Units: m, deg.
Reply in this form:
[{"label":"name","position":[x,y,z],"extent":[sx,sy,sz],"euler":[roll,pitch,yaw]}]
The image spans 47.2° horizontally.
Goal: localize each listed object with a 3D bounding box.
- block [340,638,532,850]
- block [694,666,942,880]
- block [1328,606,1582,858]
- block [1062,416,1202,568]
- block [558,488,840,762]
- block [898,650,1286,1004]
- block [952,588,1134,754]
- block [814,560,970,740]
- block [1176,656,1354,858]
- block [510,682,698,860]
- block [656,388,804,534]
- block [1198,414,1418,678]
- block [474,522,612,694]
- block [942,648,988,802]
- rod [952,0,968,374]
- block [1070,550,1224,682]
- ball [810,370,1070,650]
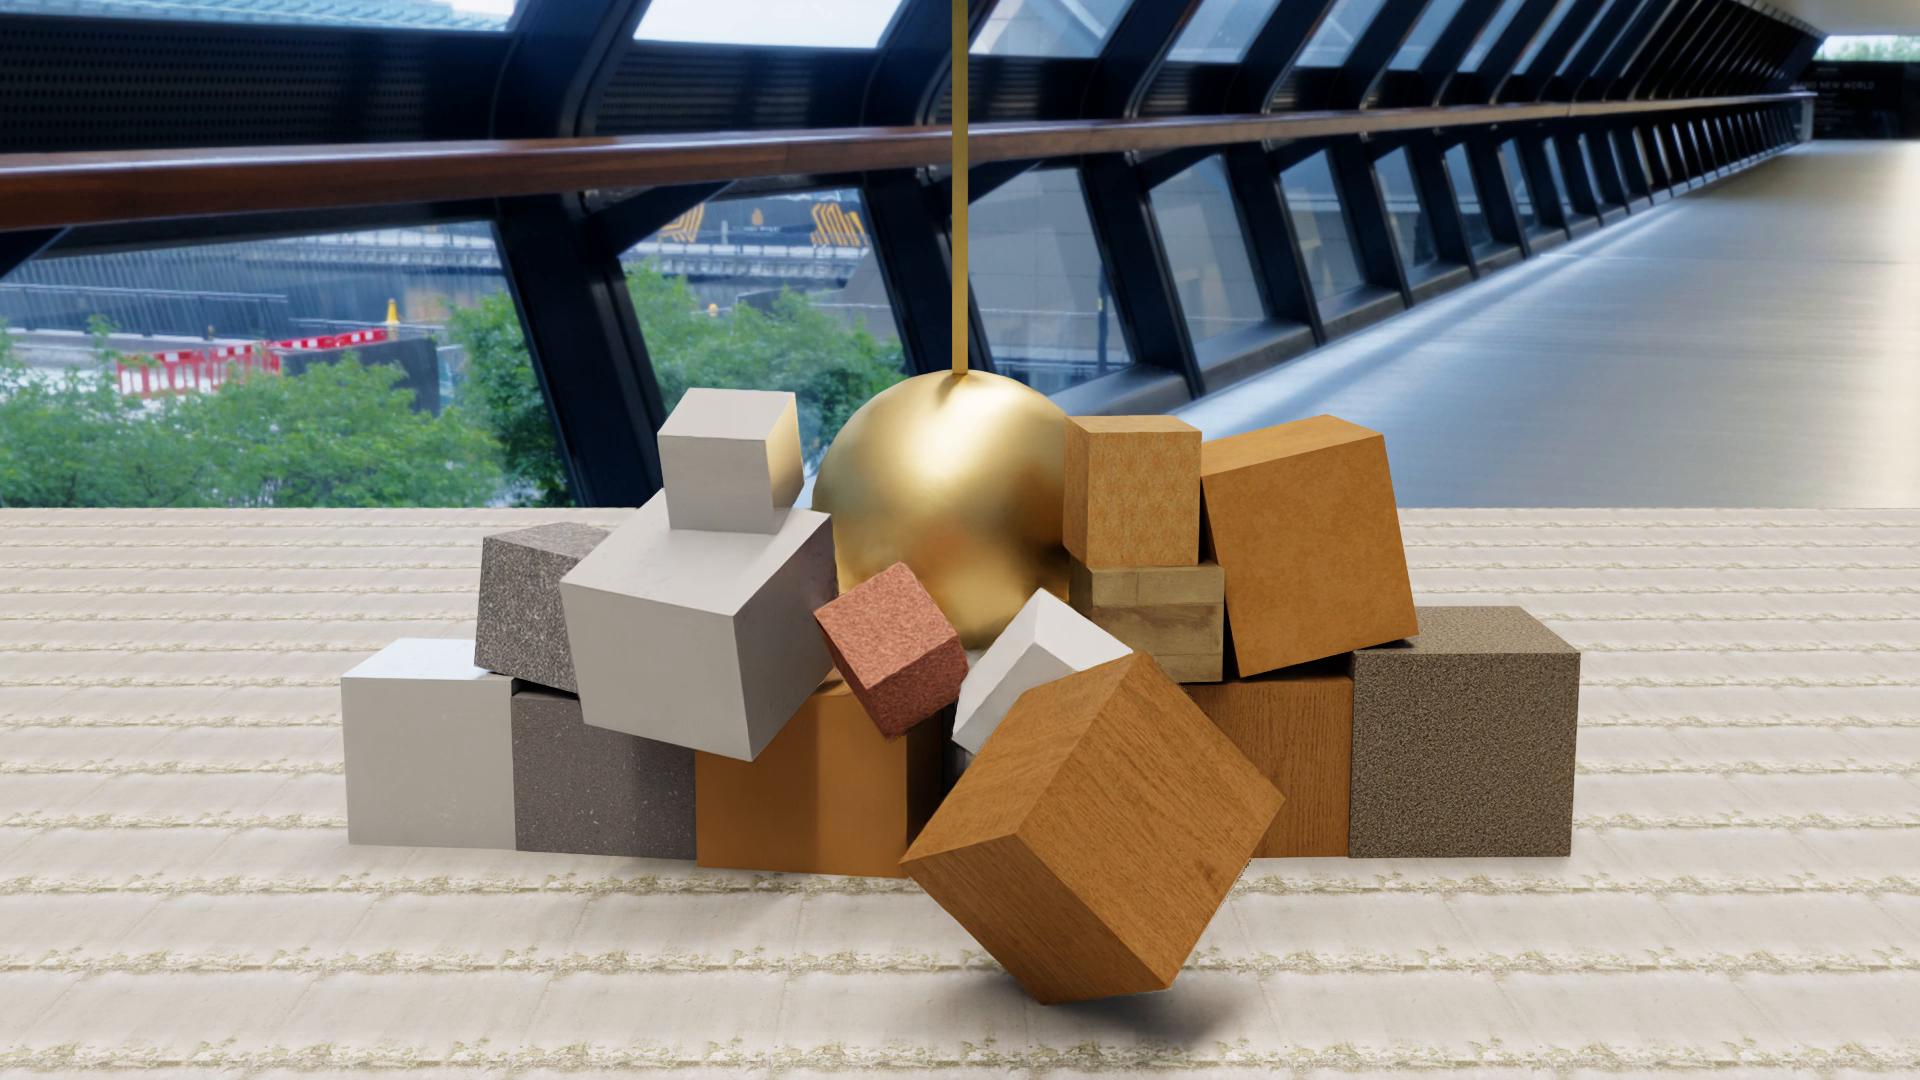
[{"label":"block","position":[-2.612,1.040,11.409],"extent":[0.871,0.872,0.864],"euler":[1,10,5]},{"label":"block","position":[-0.688,1.093,11.058],"extent":[1.047,0.892,0.953],"euler":[2,10,10]},{"label":"block","position":[2.465,0.965,11.355],"extent":[1.105,1.038,1.105],"euler":[0,10,-1]},{"label":"block","position":[0.839,-0.247,10.822],"extent":[0.550,0.656,0.572],"euler":[-1,11,-9]},{"label":"block","position":[-1.195,0.373,10.405],"extent":[0.911,0.792,0.944],"euler":[10,33,23]},{"label":"block","position":[0.529,1.171,8.849],"extent":[0.985,0.866,0.884],"euler":[-52,14,-32]},{"label":"block","position":[0.399,0.706,9.856],"extent":[0.582,0.613,0.538],"euler":[34,23,-10]},{"label":"block","position":[-0.303,0.515,10.252],"extent":[0.486,0.486,0.511],"euler":[-31,56,-10]},{"label":"block","position":[1.403,1.052,11.304],"extent":[0.989,0.886,1.000],"euler":[-1,10,-3]},{"label":"block","position":[-1.674,1.100,11.313],"extent":[0.964,0.788,0.927],"euler":[2,10,9]},{"label":"block","position":[-1.074,-0.377,10.387],"extent":[0.524,0.502,0.484],"euler":[3,31,12]},{"label":"block","position":[1.649,0.004,11.154],"extent":[0.915,1.016,0.961],"euler":[-13,11,-5]},{"label":"block","position":[-1.911,0.339,11.129],"extent":[0.771,0.668,0.688],"euler":[12,12,25]},{"label":"block","position":[0.440,1.100,10.919],"extent":[0.956,0.928,1.031],"euler":[-1,10,-7]},{"label":"rod","position":[0.000,-3.382,10.816],"extent":[0.080,5.200,0.080],"euler":[0,16,0]},{"label":"block","position":[0.909,0.366,10.833],"extent":[0.642,0.549,0.606],"euler":[-1,10,-7]},{"label":"ball","position":[0.000,-0.109,11.738],"extent":[1.600,1.600,1.600],"euler":[0,10,0]}]
